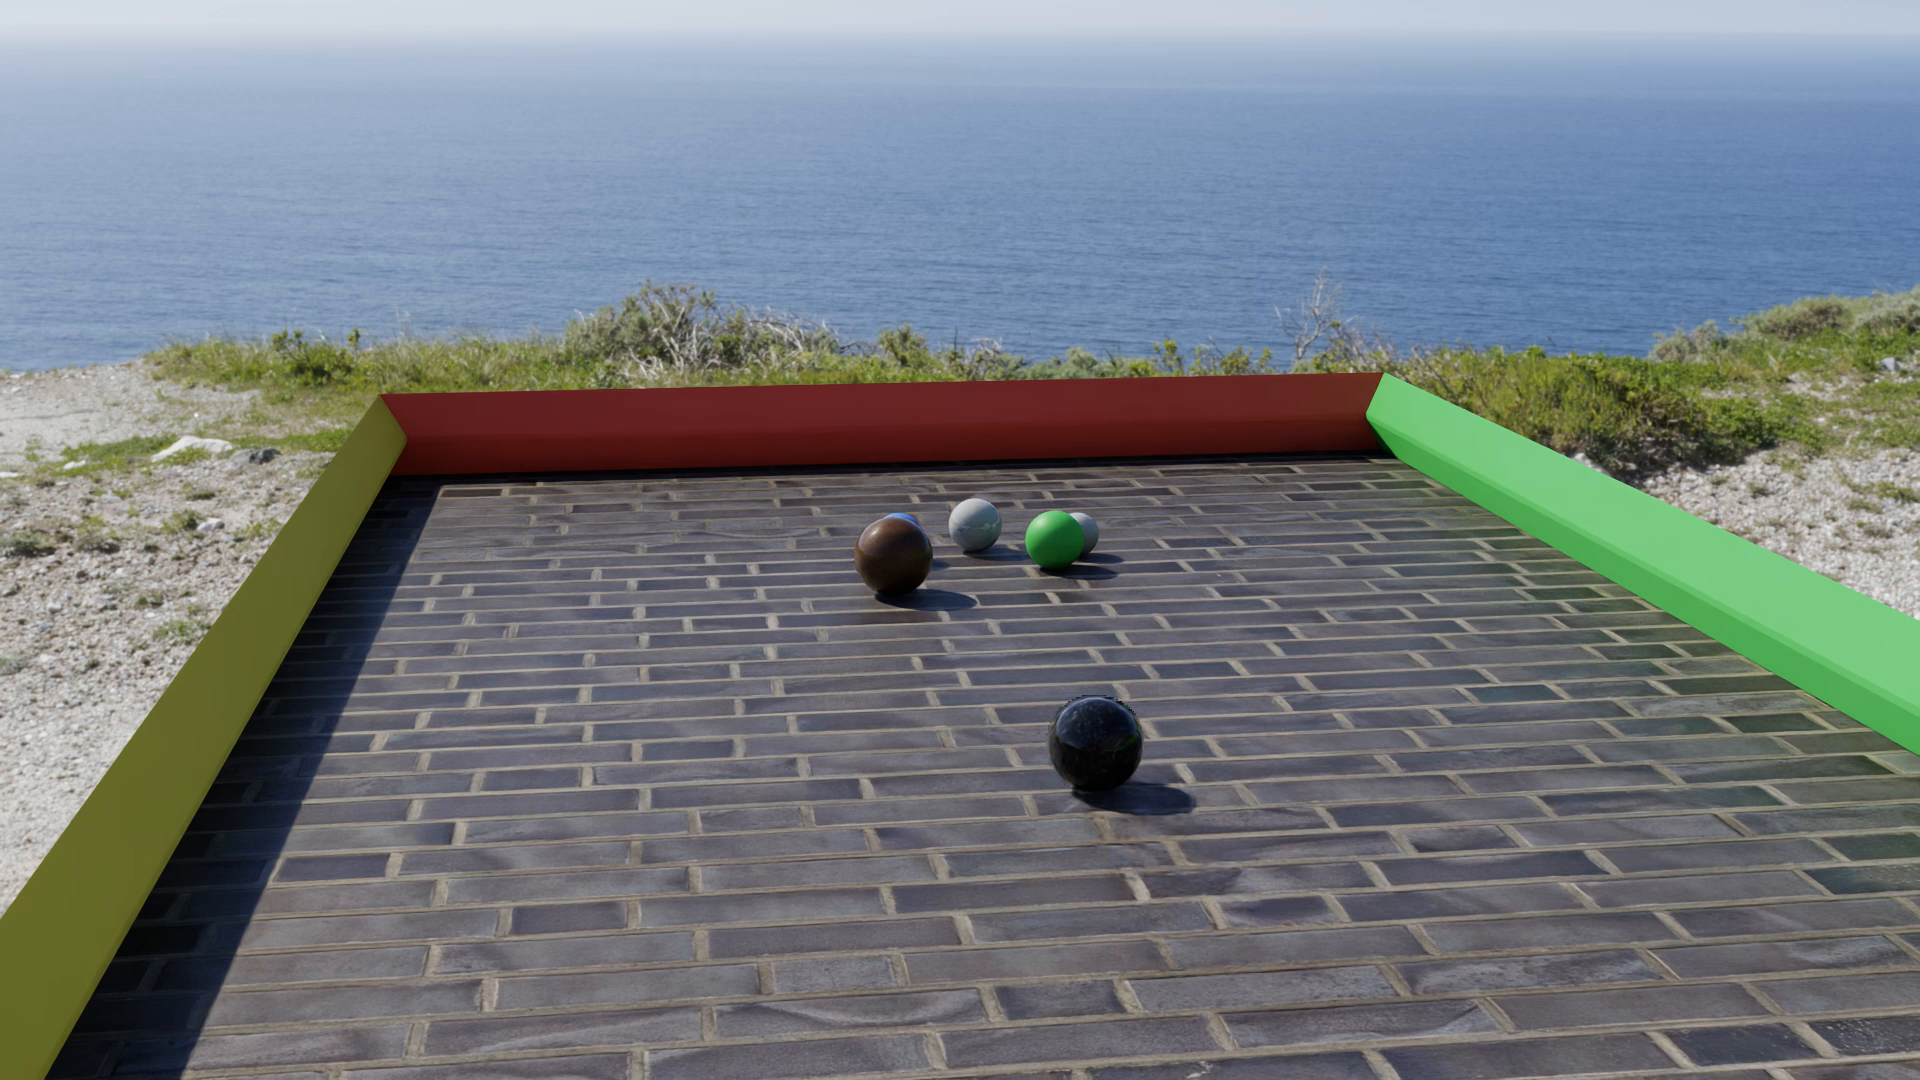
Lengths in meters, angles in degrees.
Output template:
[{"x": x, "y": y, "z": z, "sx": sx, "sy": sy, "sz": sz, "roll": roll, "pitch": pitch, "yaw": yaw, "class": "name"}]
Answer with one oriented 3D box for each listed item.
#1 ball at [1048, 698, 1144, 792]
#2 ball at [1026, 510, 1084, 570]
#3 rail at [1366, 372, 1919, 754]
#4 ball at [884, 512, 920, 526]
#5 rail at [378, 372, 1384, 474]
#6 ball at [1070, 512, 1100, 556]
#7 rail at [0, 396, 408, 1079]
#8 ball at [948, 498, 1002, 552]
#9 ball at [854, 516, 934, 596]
[{"x": 0.125, "y": 0.188, "z": 2.022, "sx": 0.087, "sy": 0.087, "sz": 0.087, "roll": 0, "pitch": 13, "yaw": 0, "class": "ball"}, {"x": 0.123, "y": 0.000, "z": 2.854, "sx": 0.077, "sy": 0.077, "sz": 0.077, "roll": 0, "pitch": 13, "yaw": 0, "class": "ball"}, {"x": 0.884, "y": 0.111, "z": 2.258, "sx": 0.045, "sy": 0.128, "sz": 2.907, "roll": -2, "pitch": 13, "yaw": -8, "class": "rail"}, {"x": -0.081, "y": -0.003, "z": 2.894, "sx": 0.065, "sy": 0.065, "sz": 0.065, "roll": 0, "pitch": 13, "yaw": 0, "class": "ball"}, {"x": -0.098, "y": -0.185, "z": 3.531, "sx": 1.629, "sy": 0.128, "sz": 0.045, "roll": -2, "pitch": 13, "yaw": -8, "class": "rail"}, {"x": 0.156, "y": -0.008, "z": 2.926, "sx": 0.058, "sy": 0.058, "sz": 0.058, "roll": 0, "pitch": 13, "yaw": 0, "class": "ball"}, {"x": -0.682, "y": 0.161, "z": 2.044, "sx": 0.045, "sy": 0.128, "sz": 2.907, "roll": -2, "pitch": 13, "yaw": -8, "class": "rail"}, {"x": 0.020, "y": -0.020, "z": 2.949, "sx": 0.072, "sy": 0.072, "sz": 0.072, "roll": 0, "pitch": 13, "yaw": 0, "class": "ball"}, {"x": -0.082, "y": 0.020, "z": 2.720, "sx": 0.098, "sy": 0.098, "sz": 0.098, "roll": 0, "pitch": 13, "yaw": 0, "class": "ball"}]
